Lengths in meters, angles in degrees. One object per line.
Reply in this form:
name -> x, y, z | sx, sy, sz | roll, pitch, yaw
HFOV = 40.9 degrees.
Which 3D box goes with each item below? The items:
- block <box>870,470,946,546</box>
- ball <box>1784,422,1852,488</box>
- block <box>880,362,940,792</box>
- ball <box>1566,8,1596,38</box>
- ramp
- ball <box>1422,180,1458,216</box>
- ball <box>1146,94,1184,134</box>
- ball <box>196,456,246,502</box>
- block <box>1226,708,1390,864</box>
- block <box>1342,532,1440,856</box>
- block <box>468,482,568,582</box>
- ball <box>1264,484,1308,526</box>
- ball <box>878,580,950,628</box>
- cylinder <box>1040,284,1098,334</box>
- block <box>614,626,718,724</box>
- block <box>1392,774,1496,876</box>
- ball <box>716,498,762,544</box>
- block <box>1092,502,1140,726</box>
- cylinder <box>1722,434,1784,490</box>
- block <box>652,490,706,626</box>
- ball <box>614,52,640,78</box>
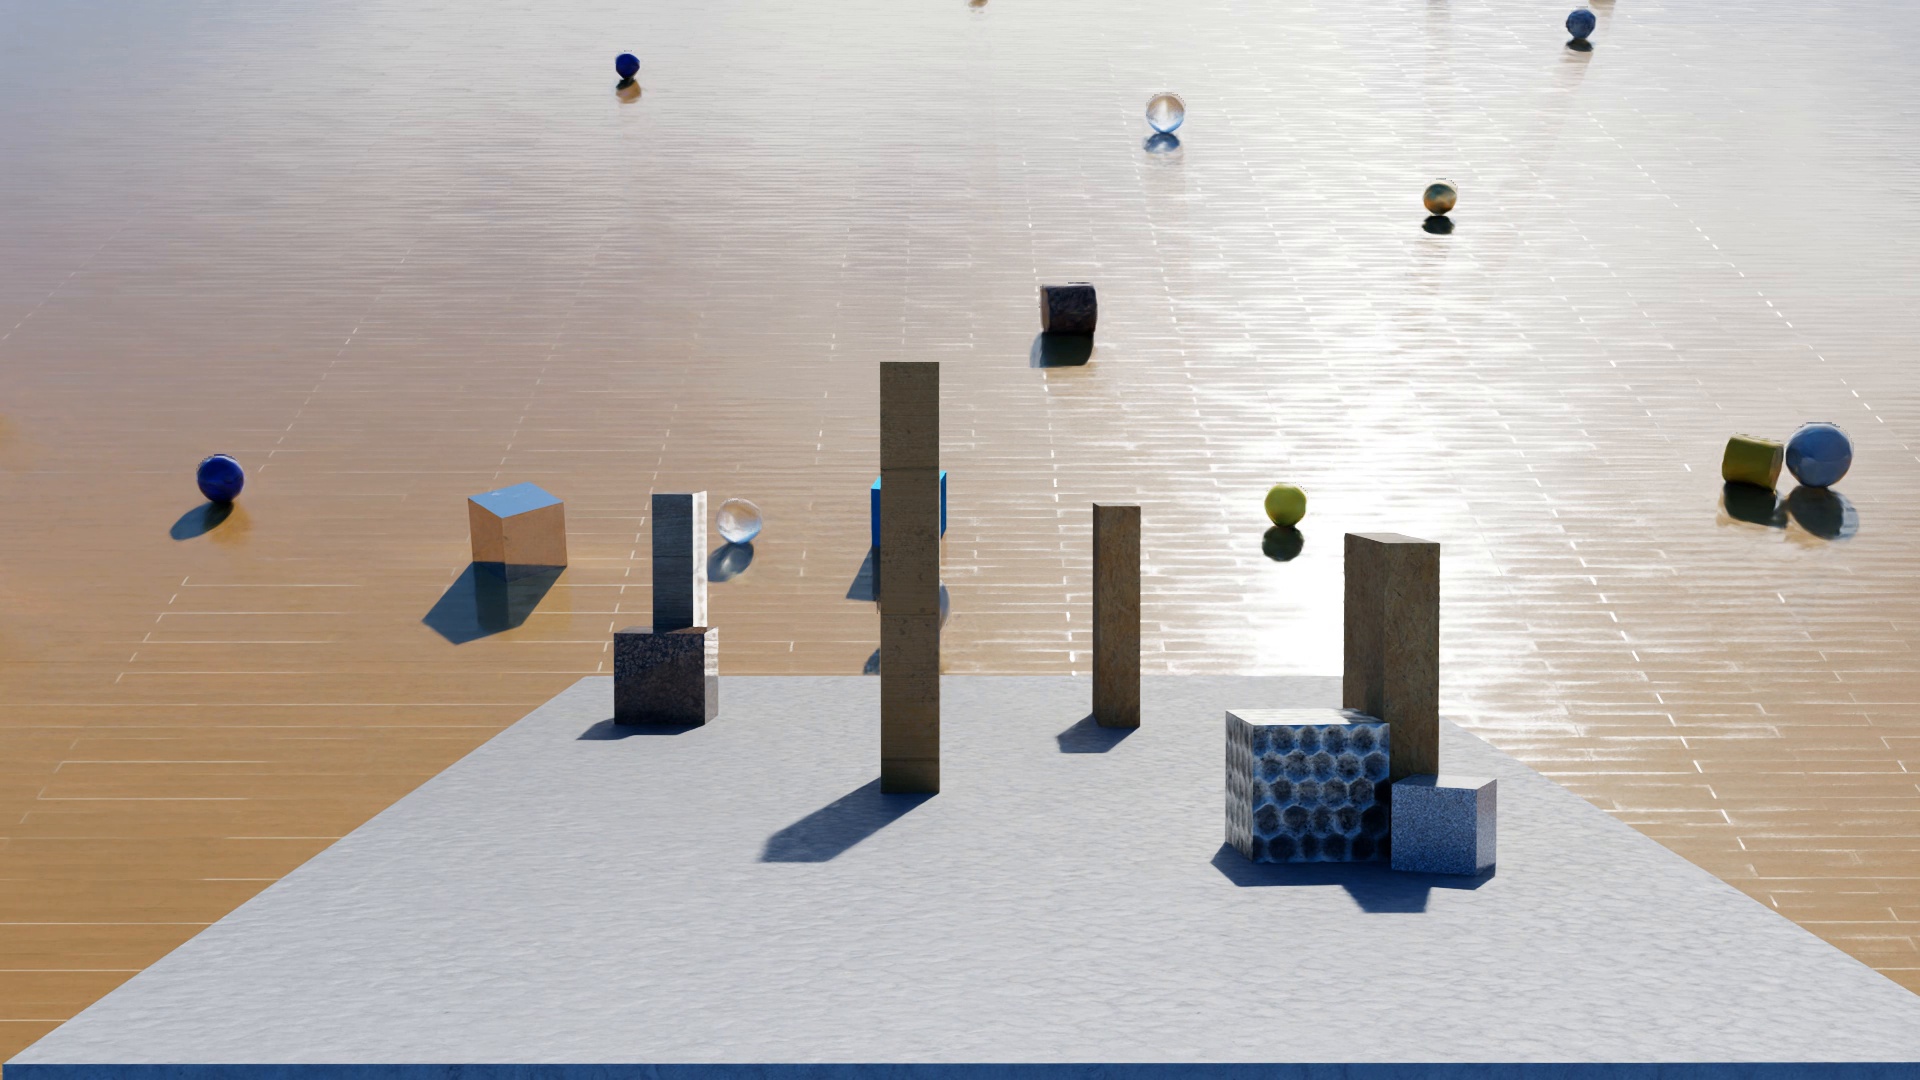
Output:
block -> -0.150, -0.093, 7.572 | 0.181, 0.181, 0.181 | 5, 24, 12
ball -> 2.649, -0.261, 7.943 | 0.201, 0.201, 0.201 | 0, 23, 0
block -> -0.086, 0.060, 4.530 | 0.101, 0.740, 0.242 | 0, 2, 0
ball -> 3.378, -2.811, 14.003 | 0.160, 0.160, 0.160 | 0, 23, 0
ramp -> 0.053, 0.480, 4.538 | 2.000, 0.100, 4.000 | 0, 2, 0
ball -> 2.008, -1.433, 10.776 | 0.144, 0.144, 0.144 | 0, 23, 0
ball -> 0.963, -1.999, 12.062 | 0.181, 0.181, 0.181 | 0, 23, 0
ball -> -2.251, -0.185, 7.839 | 0.142, 0.142, 0.142 | 0, 23, 0
block -> 0.511, 0.361, 3.810 | 0.200, 0.200, 0.200 | 0, 2, -6
block -> 0.658, 0.225, 3.952 | 0.081, 0.459, 0.397 | 0, 2, 0
block -> -1.269, -0.024, 7.388 | 0.199, 0.199, 0.199 | -17, 28, -35
ball -> 0.971, -0.104, 7.665 | 0.130, 0.130, 0.130 | 0, 23, 0
ball -> -0.124, 0.174, 6.926 | 0.195, 0.195, 0.195 | 0, 23, 0
cylinder -> 0.394, -0.837, 9.332 | 0.176, 0.176, 0.176 | -3, 23, -8
block -> -0.631, 0.290, 5.544 | 0.194, 0.194, 0.194 | 0, 2, 3
block -> 0.693, 0.405, 3.680 | 0.122, 0.122, 0.122 | 1, 3, 25
ball -> -0.647, -0.055, 7.543 | 0.134, 0.134, 0.134 | 0, 23, 0
block -> 0.335, 0.155, 5.534 | 0.087, 0.464, 0.269 | 0, 2, 0
cylinder -> 2.452, -0.242, 7.962 | 0.146, 0.146, 0.146 | 14, 27, 30
block -> -0.629, 0.135, 5.787 | 0.090, 0.484, 0.300 | 0, 2, 0
ball -> -1.695, -2.419, 13.117 | 0.130, 0.130, 0.130 | 0, 23, 0
